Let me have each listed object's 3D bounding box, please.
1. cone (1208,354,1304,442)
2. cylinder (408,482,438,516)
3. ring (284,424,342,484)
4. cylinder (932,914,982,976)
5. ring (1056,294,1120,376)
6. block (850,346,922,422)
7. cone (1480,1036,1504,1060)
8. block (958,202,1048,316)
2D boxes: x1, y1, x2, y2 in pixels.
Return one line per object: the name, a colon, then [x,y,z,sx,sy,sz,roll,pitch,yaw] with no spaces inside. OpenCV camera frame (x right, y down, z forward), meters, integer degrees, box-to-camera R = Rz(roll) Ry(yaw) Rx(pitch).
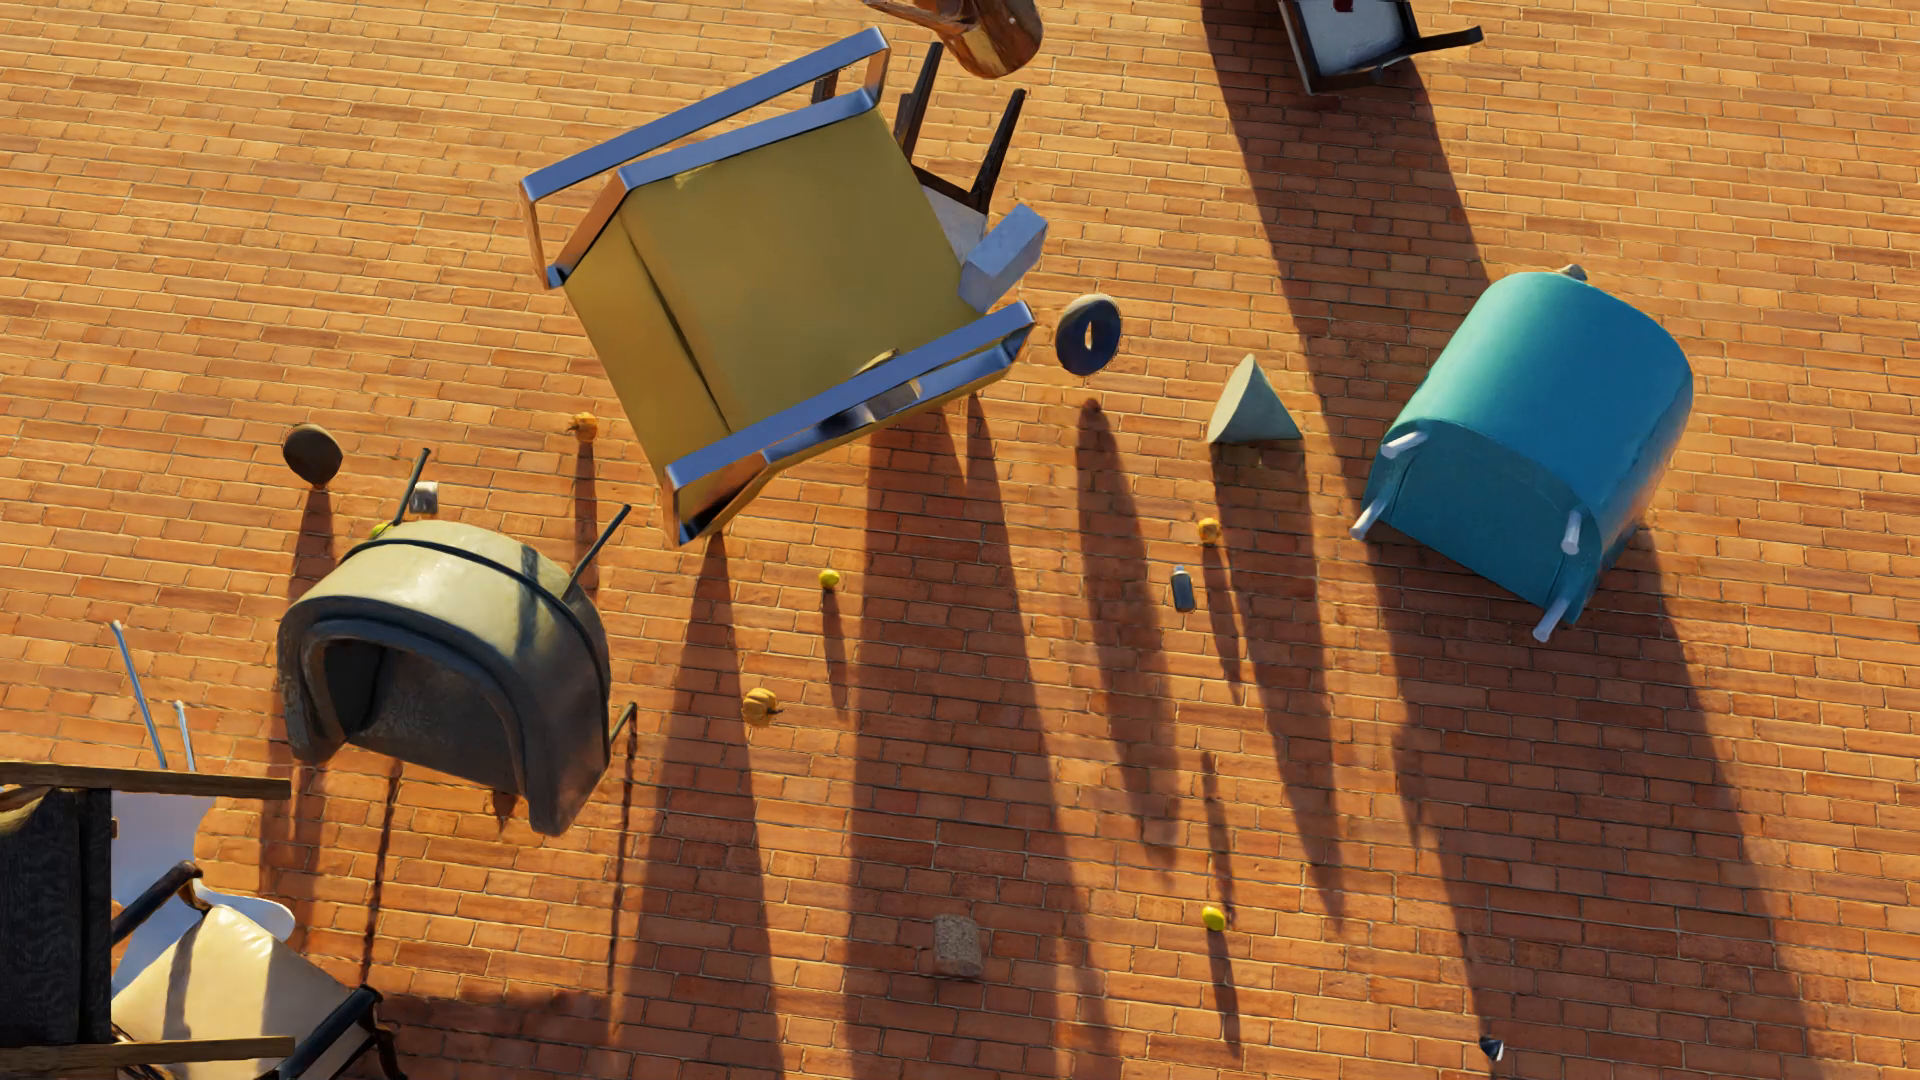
cone: [0.946,-0.373,6.760,0.269,0.228,0.317,28,70,-10]
cylinder: [-1.611,-0.124,6.598,0.082,0.078,0.100,0,71,-17]
ring: [-1.941,-0.257,6.597,0.165,0.247,0.113,28,66,4]
cylinder: [-0.007,1.065,5.788,0.149,0.083,0.128,25,46,-38]
ring: [0.399,-0.640,6.855,0.192,0.129,0.261,20,86,-32]
block: [-0.202,-0.429,6.039,0.134,0.142,0.101,-28,13,13]
cone: [1.378,1.295,5.646,0.098,0.041,0.072,16,42,-44]
block: [0.122,-0.813,6.364,0.102,0.211,0.255,39,67,10]
